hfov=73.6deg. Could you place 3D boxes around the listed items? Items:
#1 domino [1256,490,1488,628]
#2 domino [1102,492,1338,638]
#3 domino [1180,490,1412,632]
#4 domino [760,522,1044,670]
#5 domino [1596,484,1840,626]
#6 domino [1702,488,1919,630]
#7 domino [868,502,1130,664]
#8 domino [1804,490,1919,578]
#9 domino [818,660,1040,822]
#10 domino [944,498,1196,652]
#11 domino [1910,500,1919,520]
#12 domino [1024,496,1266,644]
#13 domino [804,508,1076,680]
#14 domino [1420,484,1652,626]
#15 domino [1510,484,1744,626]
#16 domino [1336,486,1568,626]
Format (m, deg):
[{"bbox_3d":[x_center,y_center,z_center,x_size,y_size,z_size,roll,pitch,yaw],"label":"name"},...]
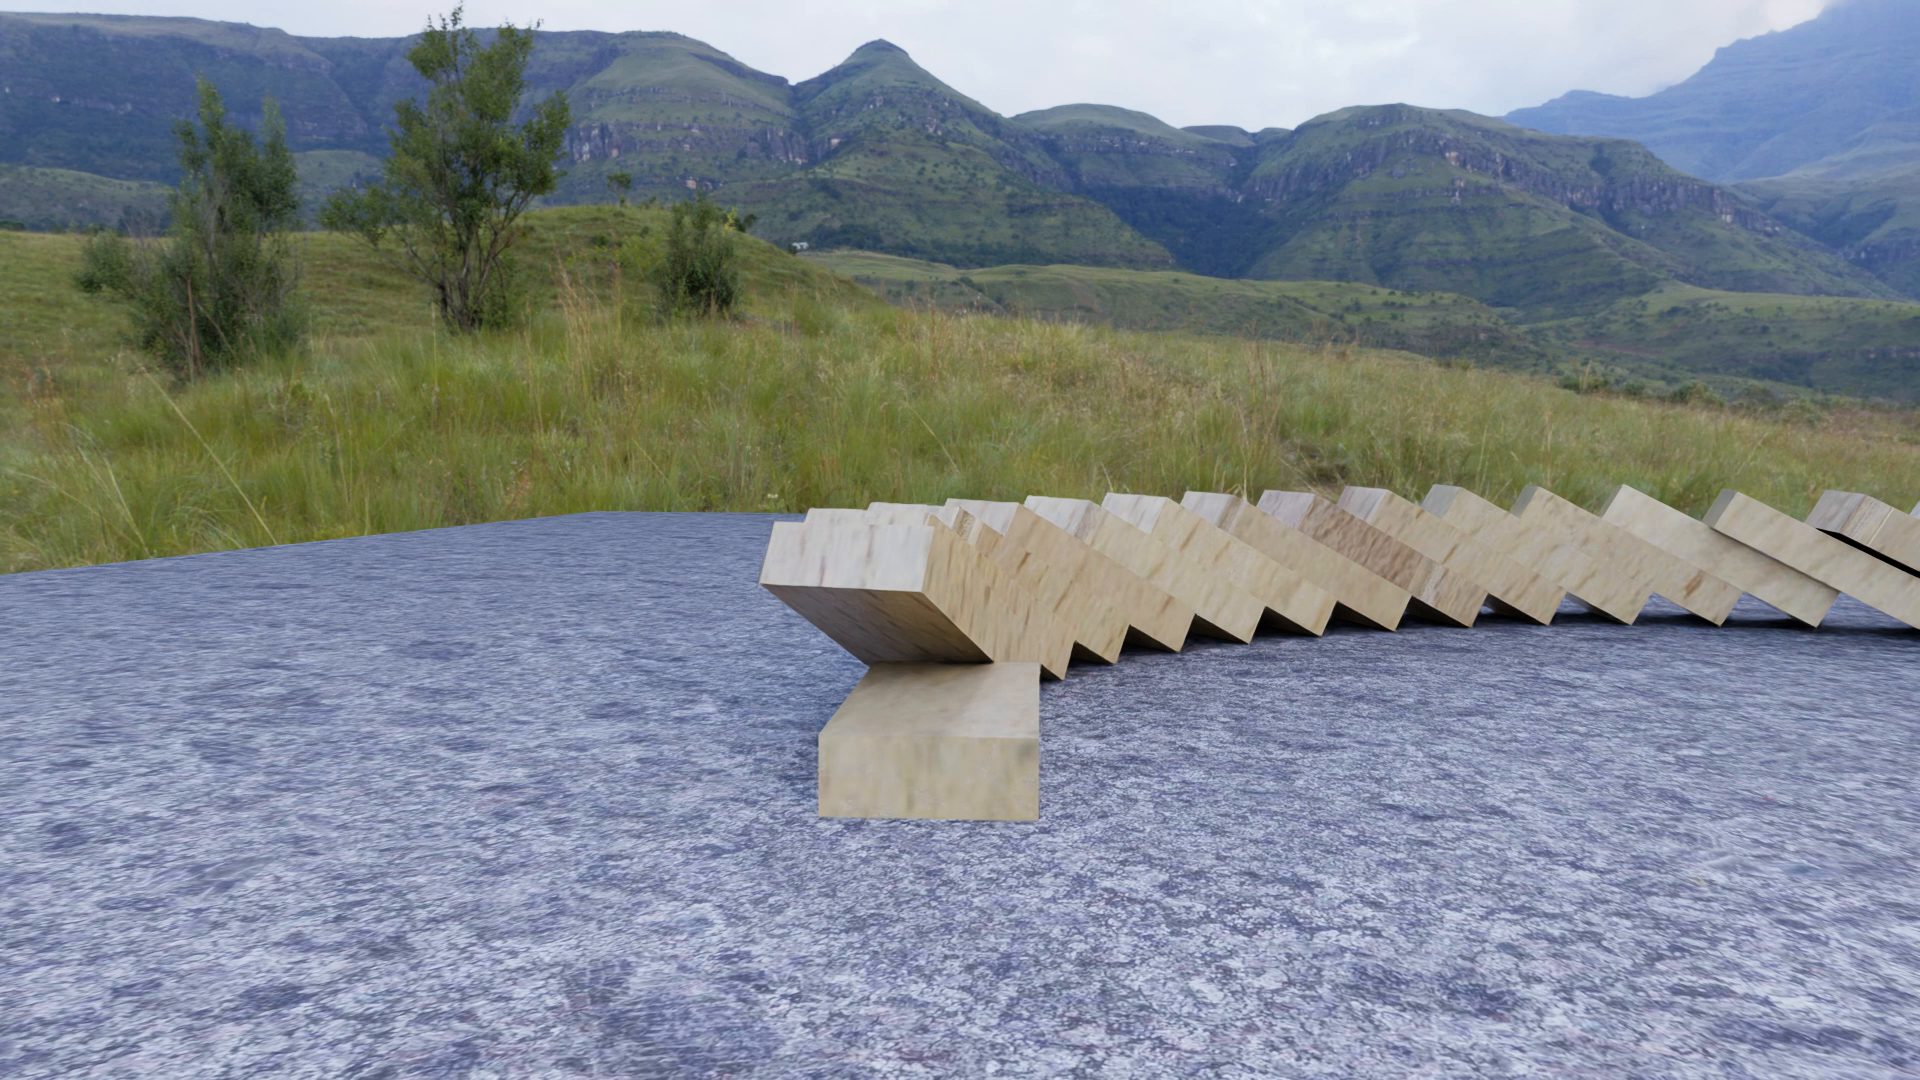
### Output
[{"bbox_3d":[0.096,0.004,0.303,0.050,0.010,0.025,27,-2,-13],"label":"domino"},{"bbox_3d":[0.056,0.005,0.285,0.050,0.010,0.025,28,-7,-22],"label":"domino"},{"bbox_3d":[0.076,0.005,0.297,0.050,0.009,0.025,27,-3,-15],"label":"domino"},{"bbox_3d":[-0.007,0.012,0.197,0.025,0.009,0.050,2,-23,23],"label":"domino"},{"bbox_3d":[0.180,0.003,0.308,0.050,0.010,0.025,32,13,19],"label":"domino"},{"bbox_3d":[0.198,0.005,0.293,0.050,0.009,0.025,32,16,19],"label":"domino"},{"bbox_3d":[0.007,0.009,0.242,0.050,0.010,0.025,32,-18,-38],"label":"domino"},{"bbox_3d":[0.217,0.005,0.282,0.050,0.010,0.025,30,13,13],"label":"domino"},{"bbox_3d":[-0.002,0.025,0.170,0.025,0.009,0.050,0,4,4],"label":"domino"},{"bbox_3d":[0.021,0.007,0.260,0.050,0.010,0.025,30,-12,-31],"label":"domino"},{"bbox_3d":[0.236,0.006,0.277,0.050,0.009,0.025,30,13,13],"label":"domino"},{"bbox_3d":[0.038,0.006,0.274,0.050,0.010,0.025,28,-9,-25],"label":"domino"},{"bbox_3d":[-0.003,0.010,0.221,0.025,0.009,0.050,3,-23,36],"label":"domino"},{"bbox_3d":[0.139,0.003,0.314,0.050,0.010,0.025,29,7,3],"label":"domino"},{"bbox_3d":[0.161,0.003,0.314,0.050,0.009,0.025,30,12,13],"label":"domino"},{"bbox_3d":[0.117,0.003,0.310,0.050,0.009,0.025,28,2,-6],"label":"domino"}]
